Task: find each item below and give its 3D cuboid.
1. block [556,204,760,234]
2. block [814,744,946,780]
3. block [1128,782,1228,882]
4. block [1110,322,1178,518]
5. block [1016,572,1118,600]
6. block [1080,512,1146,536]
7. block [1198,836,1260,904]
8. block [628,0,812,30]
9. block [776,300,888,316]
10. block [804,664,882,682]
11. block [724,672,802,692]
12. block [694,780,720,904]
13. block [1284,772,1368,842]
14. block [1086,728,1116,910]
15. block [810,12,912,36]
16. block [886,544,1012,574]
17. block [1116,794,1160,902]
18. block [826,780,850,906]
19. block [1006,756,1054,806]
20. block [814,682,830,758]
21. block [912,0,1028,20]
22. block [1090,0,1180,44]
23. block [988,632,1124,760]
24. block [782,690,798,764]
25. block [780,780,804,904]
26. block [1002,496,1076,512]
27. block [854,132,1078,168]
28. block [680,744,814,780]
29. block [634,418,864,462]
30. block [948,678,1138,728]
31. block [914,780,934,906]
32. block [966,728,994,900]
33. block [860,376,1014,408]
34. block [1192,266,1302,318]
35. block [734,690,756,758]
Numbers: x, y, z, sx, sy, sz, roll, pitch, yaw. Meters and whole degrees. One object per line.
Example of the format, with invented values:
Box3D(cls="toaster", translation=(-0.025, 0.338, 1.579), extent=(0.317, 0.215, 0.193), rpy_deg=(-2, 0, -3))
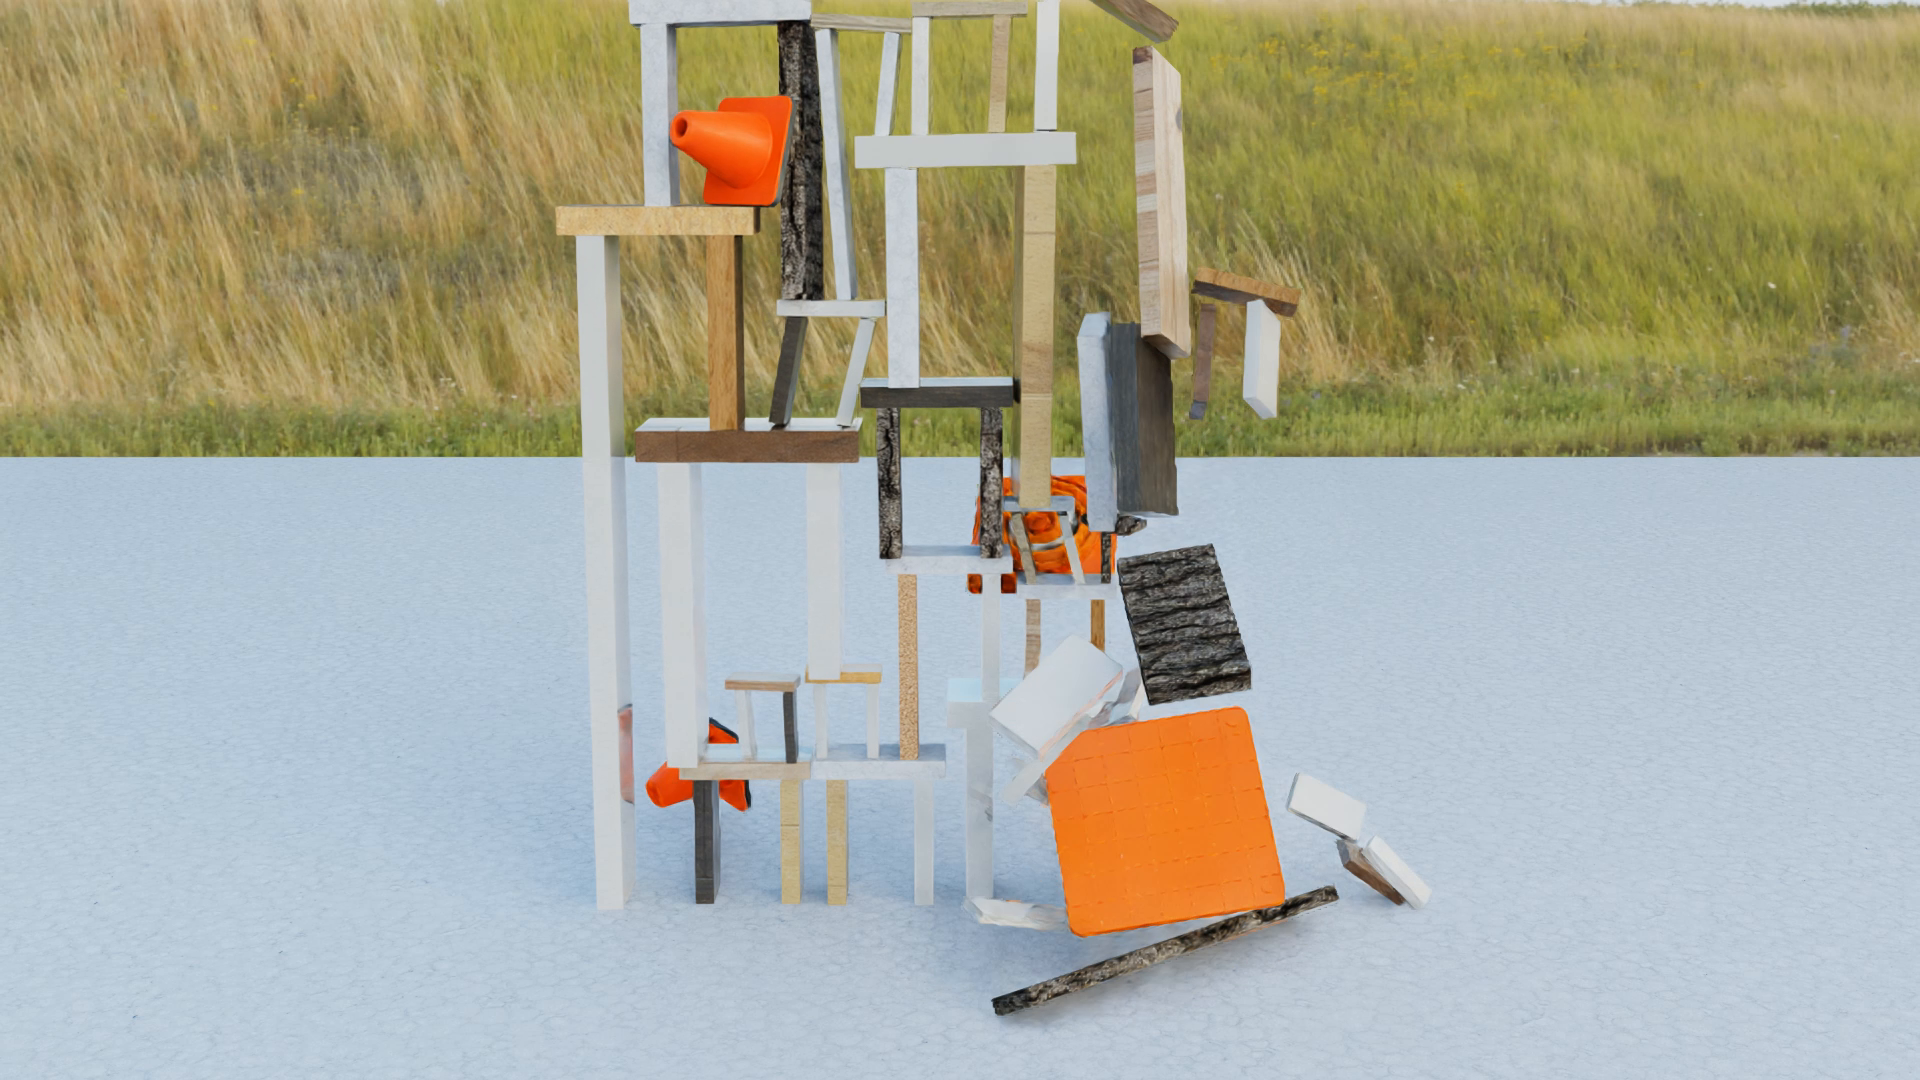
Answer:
Box3D(cls="block", translation=(-0.473, -0.507, 3.476), extent=(0.304, 0.043, 0.152), rpy_deg=(0, 10, -1))
Box3D(cls="block", translation=(-0.131, 0.365, 3.625), extent=(0.214, 0.030, 0.107), rpy_deg=(0, 11, 0))
Box3D(cls="block", translation=(0.348, 0.465, 3.513), extent=(0.081, 0.023, 0.162), rpy_deg=(-31, 47, -13))
Box3D(cls="block", translation=(0.280, -0.179, 3.343), extent=(0.040, 0.283, 0.141), rpy_deg=(-5, -5, 27))
Box3D(cls="block", translation=(0.172, 0.074, 3.562), extent=(0.162, 0.023, 0.081), rpy_deg=(0, 14, 1))
Box3D(cls="block", translation=(0.244, -0.029, 3.493), extent=(0.049, 0.014, 0.098), rpy_deg=(-20, 26, -36))
Box3D(cls="block", translation=(0.433, 0.533, 3.557), extent=(0.023, 0.081, 0.162), rpy_deg=(43, -3, 29))
Box3D(cls="block", translation=(-0.373, -0.825, 3.432), extent=(0.276, 0.039, 0.138), rpy_deg=(-3, 10, -4))
Box3D(cls="block", translation=(-0.201, -0.371, 3.509), extent=(0.171, 0.024, 0.085), rpy_deg=(1, 8, 4))
Box3D(cls="block", translation=(-0.190, 0.218, 3.600), extent=(0.124, 0.018, 0.062), rpy_deg=(0, 10, -1))
Box3D(cls="block", translation=(-0.321, 0.231, 3.595), extent=(0.114, 0.016, 0.057), rpy_deg=(1, 11, 8))
Box3D(cls="block", translation=(-0.420, 0.485, 3.653), extent=(0.030, 0.212, 0.106), rpy_deg=(0, 11, 0))
Box3D(cls="block", translation=(0.598, 0.437, 3.592), extent=(0.130, 0.065, 0.018), rpy_deg=(27, -26, -10))
Box3D(cls="block", translation=(0.234, 0.439, 3.640), extent=(0.043, 0.307, 0.153), rpy_deg=(0, 11, 2))
Box3D(cls="block", translation=(-0.149, -0.801, 3.414), extent=(0.156, 0.022, 0.078), rpy_deg=(4, 10, 3))
Box3D(cls="block", translation=(-0.018, 0.031, 3.568), extent=(0.203, 0.029, 0.101), rpy_deg=(0, 11, 0))
Box3D(cls="block", translation=(0.292, 0.508, 3.622), extent=(0.023, 0.162, 0.081), rpy_deg=(-16, 31, 11))
Box3D(cls="block", translation=(-0.202, 0.485, 3.647), extent=(0.030, 0.214, 0.107), rpy_deg=(0, 11, 0))
Box3D(cls="block", translation=(0.108, 0.371, 3.386), extent=(0.015, 0.054, 0.107), rpy_deg=(-31, -29, 13))
Box3D(cls="block", translation=(-0.227, 0.288, 3.610), extent=(0.018, 0.124, 0.062), rpy_deg=(-2, 10, 1))
Box3D(cls="block", translation=(0.016, -0.824, 3.410), extent=(0.177, 0.025, 0.089), rpy_deg=(-1, 9, 2))
Box3D(cls="block", translation=(0.225, -0.850, 3.415), extent=(0.234, 0.033, 0.117), rpy_deg=(30, 7, -10))
Box3D(cls="block", translation=(0.135, 0.217, 3.070), extent=(0.091, 0.026, 0.182), rpy_deg=(36, 62, 25))
Box3D(cls="block", translation=(-0.275, 0.300, 3.580), extent=(0.016, 0.114, 0.057), rpy_deg=(-2, 11, 1))
Box3D(cls="block", translation=(-0.278, 0.485, 3.653), extent=(0.030, 0.212, 0.106), rpy_deg=(0, 11, 0))
Box3D(cls="block", translation=(0.125, -0.058, 3.523), extent=(0.116, 0.016, 0.058), rpy_deg=(0, 10, 0))
Box3D(cls="block", translation=(0.014, -0.609, 3.437), extent=(0.337, 0.048, 0.169), rpy_deg=(0, 10, 4))
Box3D(cls="block", translation=(-0.349, 0.366, 3.627), extent=(0.212, 0.030, 0.106), rpy_deg=(0, 11, 1))
Box3D(cls="block", translation=(-0.334, -0.161, 3.534), extent=(0.351, 0.050, 0.176), rpy_deg=(0, 10, 0))
Box3D(cls="block", translation=(0.133, 0.267, 3.607), extent=(0.307, 0.043, 0.153), rpy_deg=(0, 11, 0))
Box3D(cls="block", translation=(-0.059, 0.485, 3.647), extent=(0.030, 0.214, 0.107), rpy_deg=(0, 11, 0))
Box3D(cls="block", translation=(0.032, 0.439, 3.640), extent=(0.043, 0.307, 0.153), rpy_deg=(0, 11, 0))
Box3D(cls="block", translation=(-0.036, -0.235, 3.509), extent=(0.241, 0.034, 0.121), rpy_deg=(-1, 11, 0))
Box3D(cls="block", translation=(0.445, -0.387, 3.424), extent=(0.163, 0.023, 0.081), rpy_deg=(15, -7, 4))
Box3D(cls="block", translation=(-0.351, 0.295, 3.609), extent=(0.016, 0.114, 0.057), rpy_deg=(-4, 10, 5))
